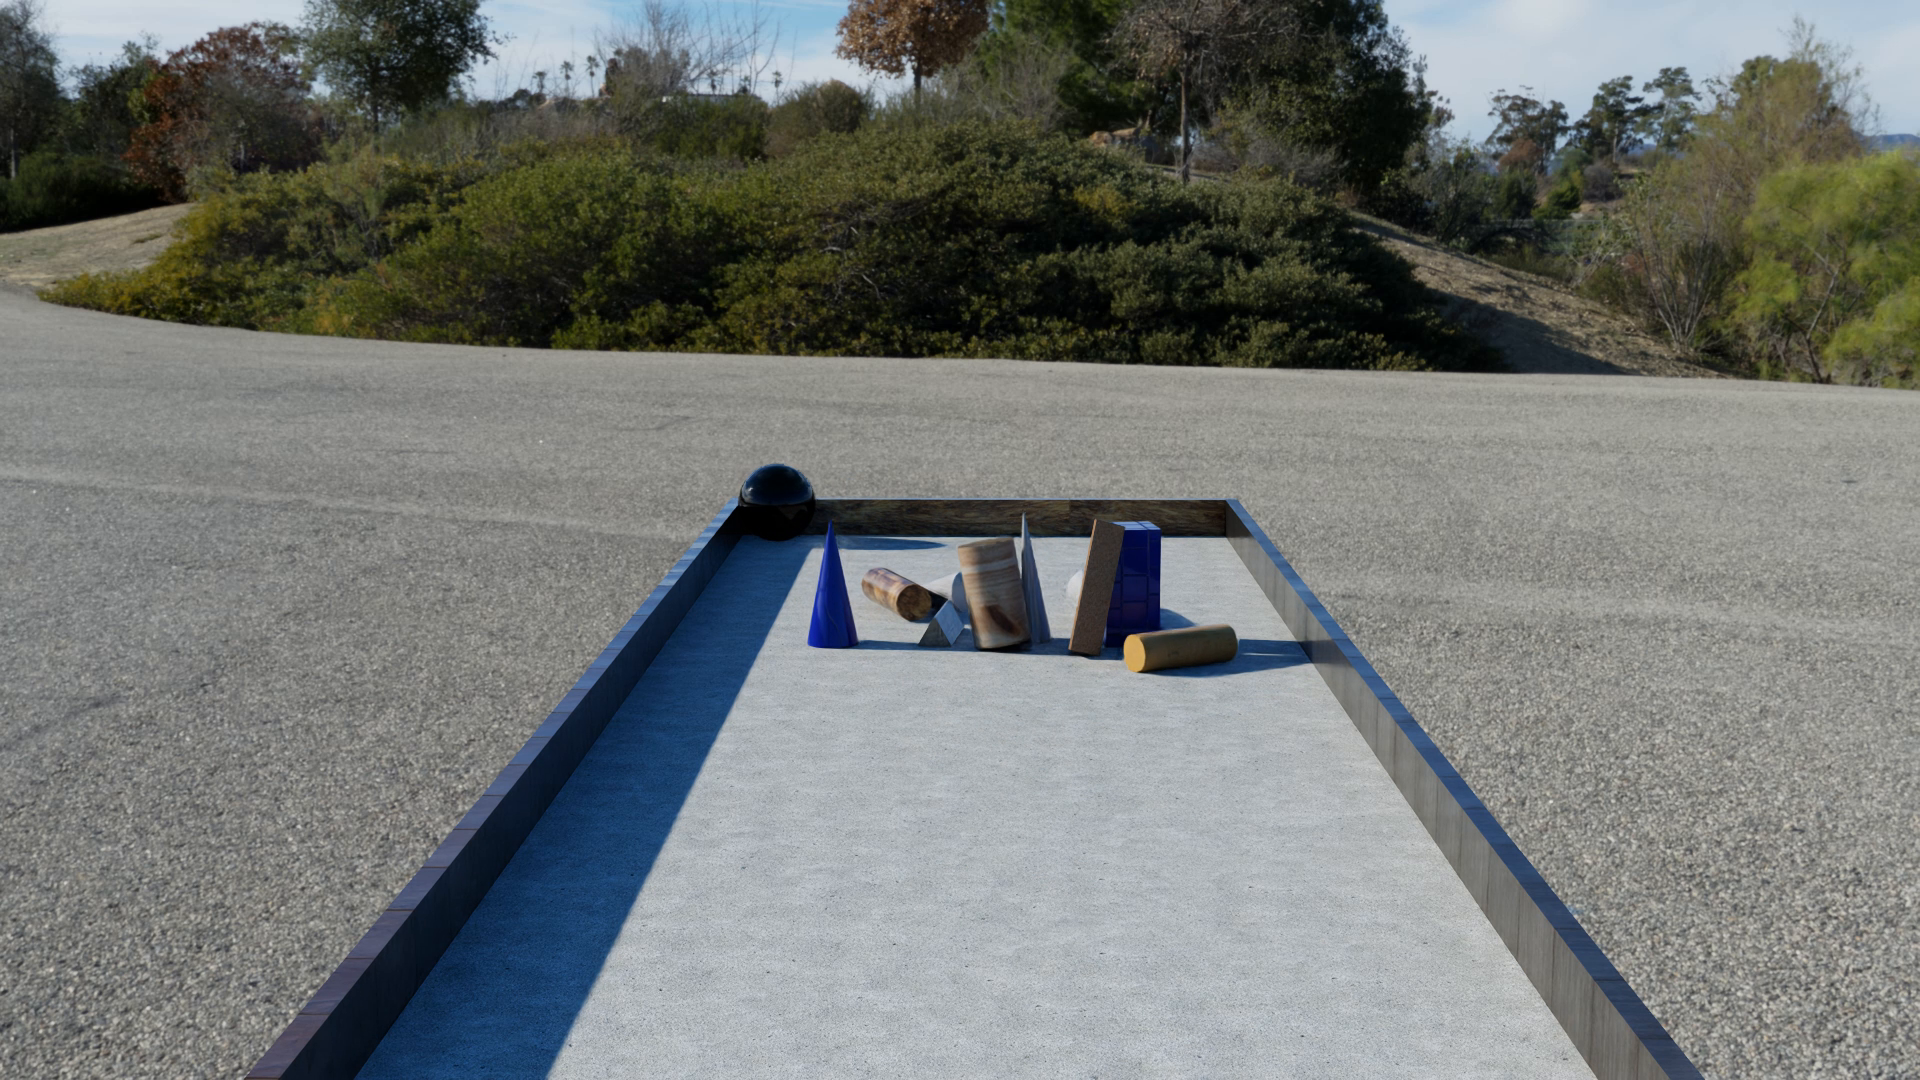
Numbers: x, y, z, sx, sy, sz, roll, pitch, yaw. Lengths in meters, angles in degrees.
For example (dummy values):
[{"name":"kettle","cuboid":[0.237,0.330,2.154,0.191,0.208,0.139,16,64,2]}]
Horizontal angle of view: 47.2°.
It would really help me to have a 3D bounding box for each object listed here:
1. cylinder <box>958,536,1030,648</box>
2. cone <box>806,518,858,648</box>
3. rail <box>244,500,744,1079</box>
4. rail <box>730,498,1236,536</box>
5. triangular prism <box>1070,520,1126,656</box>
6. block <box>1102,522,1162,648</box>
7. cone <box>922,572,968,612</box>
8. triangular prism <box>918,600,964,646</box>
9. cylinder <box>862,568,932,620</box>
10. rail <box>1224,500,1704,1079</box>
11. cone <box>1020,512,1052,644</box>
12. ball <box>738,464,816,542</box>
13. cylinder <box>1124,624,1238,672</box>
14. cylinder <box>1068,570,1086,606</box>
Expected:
[{"name":"cylinder","cuboid":[0.107,0.164,6.868,0.179,0.319,0.179,-10,6,1]},{"name":"cone","cuboid":[-0.403,0.125,6.912,0.165,0.407,0.165,0,10,0]},{"name":"rail","cuboid":[-1.004,0.839,3.234,0.050,0.150,12.000,0,9,1]},{"name":"rail","cuboid":[0.099,-0.098,9.147,2.100,0.150,0.050,0,9,1]},{"name":"triangular prism","cuboid":[0.404,0.146,6.793,0.107,0.407,0.093,14,-5,-24]},{"name":"block","cuboid":[0.530,0.139,6.951,0.171,0.371,0.171,-1,9,-8]},{"name":"cone","cuboid":[-0.130,0.192,7.575,0.389,0.142,0.142,-6,3,40]},{"name":"triangular prism","cuboid":[-0.059,0.264,7.037,0.105,0.091,0.311,1,9,8]},{"name":"cylinder","cuboid":[-0.218,0.182,7.472,0.122,0.122,0.370,-3,10,-21]},{"name":"rail","cuboid":[1.046,0.843,3.208,0.050,0.150,12.000,0,9,1]},{"name":"cone","cuboid":[0.217,0.104,6.948,0.111,0.431,0.111,-5,12,1]},{"name":"ball","cuboid":[-0.747,-0.152,8.965,0.314,0.314,0.314,0,9,0]},{"name":"cylinder","cuboid":[0.663,0.323,6.606,0.337,0.114,0.114,-5,10,-29]},{"name":"cylinder","cuboid":[0.475,0.194,7.366,0.132,0.132,0.365,-2,9,-14]}]
